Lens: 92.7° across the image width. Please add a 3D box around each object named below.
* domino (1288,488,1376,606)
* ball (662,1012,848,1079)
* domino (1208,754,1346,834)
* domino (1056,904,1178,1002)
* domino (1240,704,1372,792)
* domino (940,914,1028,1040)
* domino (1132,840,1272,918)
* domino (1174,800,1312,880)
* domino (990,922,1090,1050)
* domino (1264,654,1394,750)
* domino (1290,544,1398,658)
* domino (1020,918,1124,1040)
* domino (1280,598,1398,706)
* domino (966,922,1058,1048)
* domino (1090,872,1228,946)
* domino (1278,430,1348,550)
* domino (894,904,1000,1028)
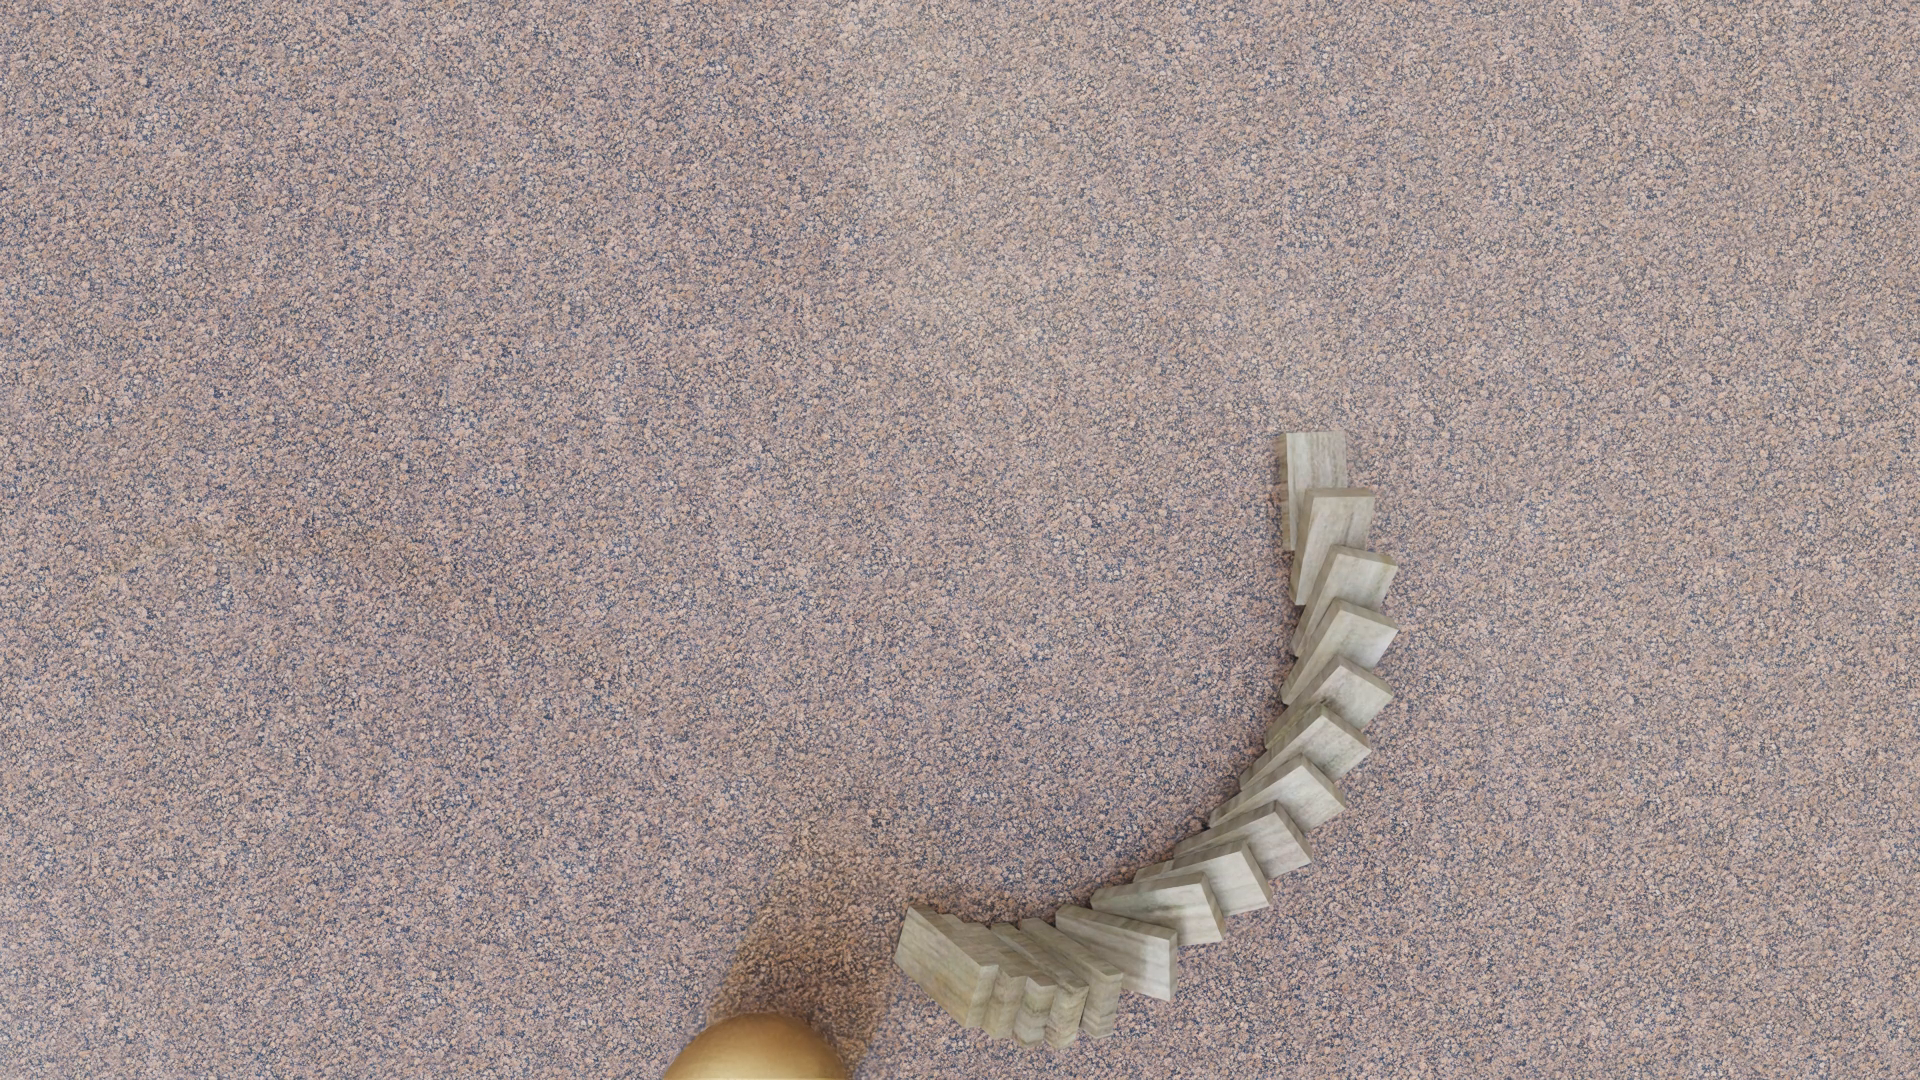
[{"bbox_3d":[0.155,0.003,0.385,0.025,0.010,0.050,-1,116,0],"label":"domino"},{"bbox_3d":[-0.082,0.230,0.360,0.080,0.080,0.080,0,90,0],"label":"ball"},{"bbox_3d":[0.132,0.114,0.384,0.025,0.009,0.050,45,117,0],"label":"domino"},{"bbox_3d":[0.065,0.171,0.382,0.050,0.010,0.025,1,94,32],"label":"domino"},{"bbox_3d":[0.144,0.094,0.384,0.025,0.009,0.050,36,117,0],"label":"domino"},{"bbox_3d":[0.005,0.178,0.378,0.010,0.050,0.025,15,90,-39],"label":"domino"},{"bbox_3d":[0.101,0.145,0.384,0.050,0.010,0.025,-28,90,28],"label":"domino"},{"bbox_3d":[0.118,0.131,0.384,0.050,0.009,0.025,-36,90,28],"label":"domino"},{"bbox_3d":[0.029,0.182,0.377,0.009,0.050,0.025,15,90,-39],"label":"domino"},{"bbox_3d":[0.153,0.074,0.384,0.025,0.010,0.050,31,117,0],"label":"domino"},{"bbox_3d":[0.161,0.028,0.385,0.025,0.010,0.050,12,115,0],"label":"domino"},{"bbox_3d":[0.043,0.179,0.378,0.010,0.050,0.025,11,90,-39],"label":"domino"},{"bbox_3d":[0.158,0.051,0.384,0.025,0.009,0.050,19,118,0],"label":"domino"},{"bbox_3d":[0.017,0.182,0.378,0.010,0.050,0.025,15,90,-39],"label":"domino"},{"bbox_3d":[0.083,0.157,0.384,0.050,0.009,0.025,-22,90,28],"label":"domino"},{"bbox_3d":[0.153,-0.021,0.395,0.025,0.009,0.050,-2,90,0],"label":"domino"},{"bbox_3d":[-0.007,0.174,0.378,0.009,0.050,0.025,15,90,-39],"label":"domino"}]
